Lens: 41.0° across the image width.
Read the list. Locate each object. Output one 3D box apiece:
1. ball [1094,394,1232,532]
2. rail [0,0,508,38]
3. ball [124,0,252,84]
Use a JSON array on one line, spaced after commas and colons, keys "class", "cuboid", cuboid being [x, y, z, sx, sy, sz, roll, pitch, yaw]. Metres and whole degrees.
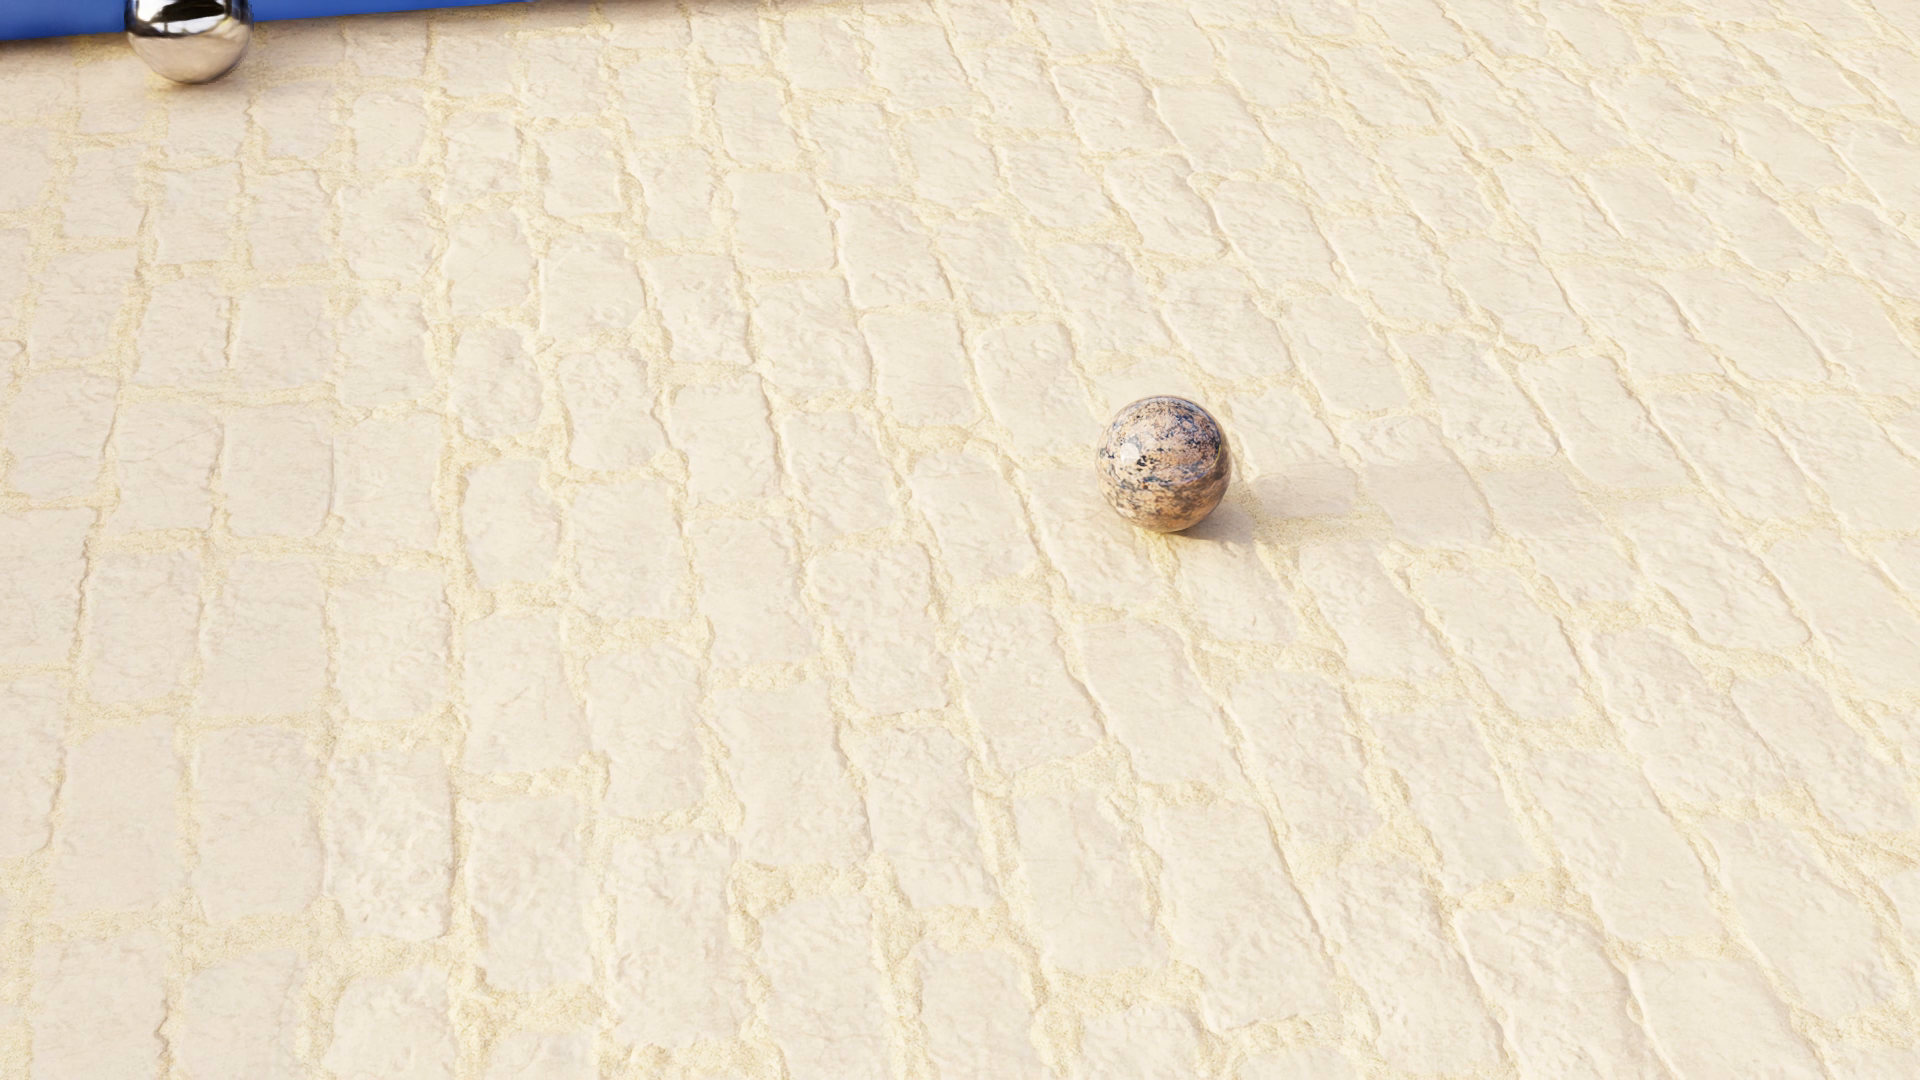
[{"class": "ball", "cuboid": [0.125, -0.047, 1.575, 0.085, 0.085, 0.085, 0, 36, 0]}, {"class": "rail", "cuboid": [0.705, -0.621, 2.319, 3.505, 0.128, 0.045, -6, 37, -8]}, {"class": "ball", "cuboid": [-0.622, -0.418, 2.069, 0.098, 0.098, 0.098, 0, 36, 0]}]
